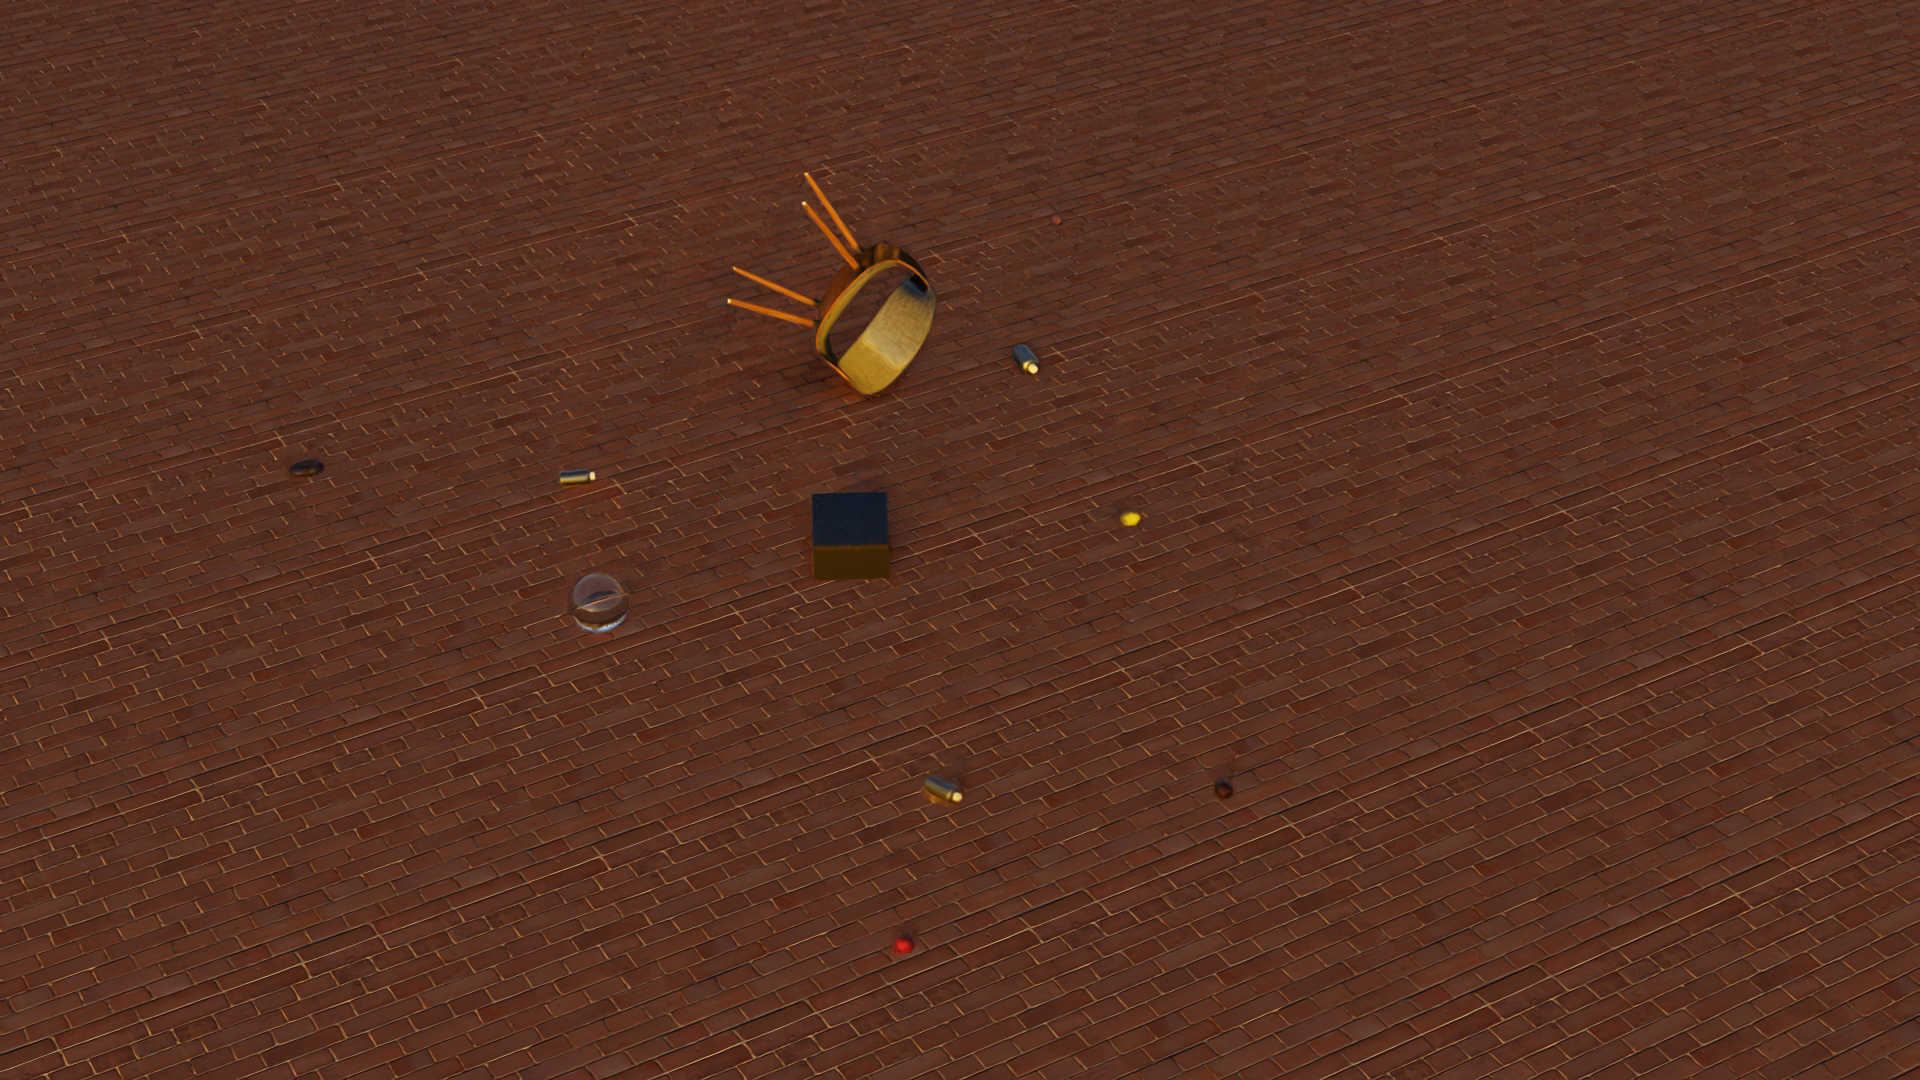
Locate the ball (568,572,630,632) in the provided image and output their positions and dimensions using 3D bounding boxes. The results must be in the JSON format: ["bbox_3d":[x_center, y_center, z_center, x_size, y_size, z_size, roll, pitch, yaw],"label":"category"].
[{"bbox_3d":[-1.283,0.222,10.411,0.217,0.217,0.217,0,33,0],"label":"ball"}]

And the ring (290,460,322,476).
[{"bbox_3d":[-2.528,-0.276,11.333,0.128,0.034,0.087,-15,35,-20],"label":"ring"}]

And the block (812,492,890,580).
[{"bbox_3d":[-0.404,-0.015,10.831,0.275,0.150,0.357,-2,33,-2],"label":"block"}]
